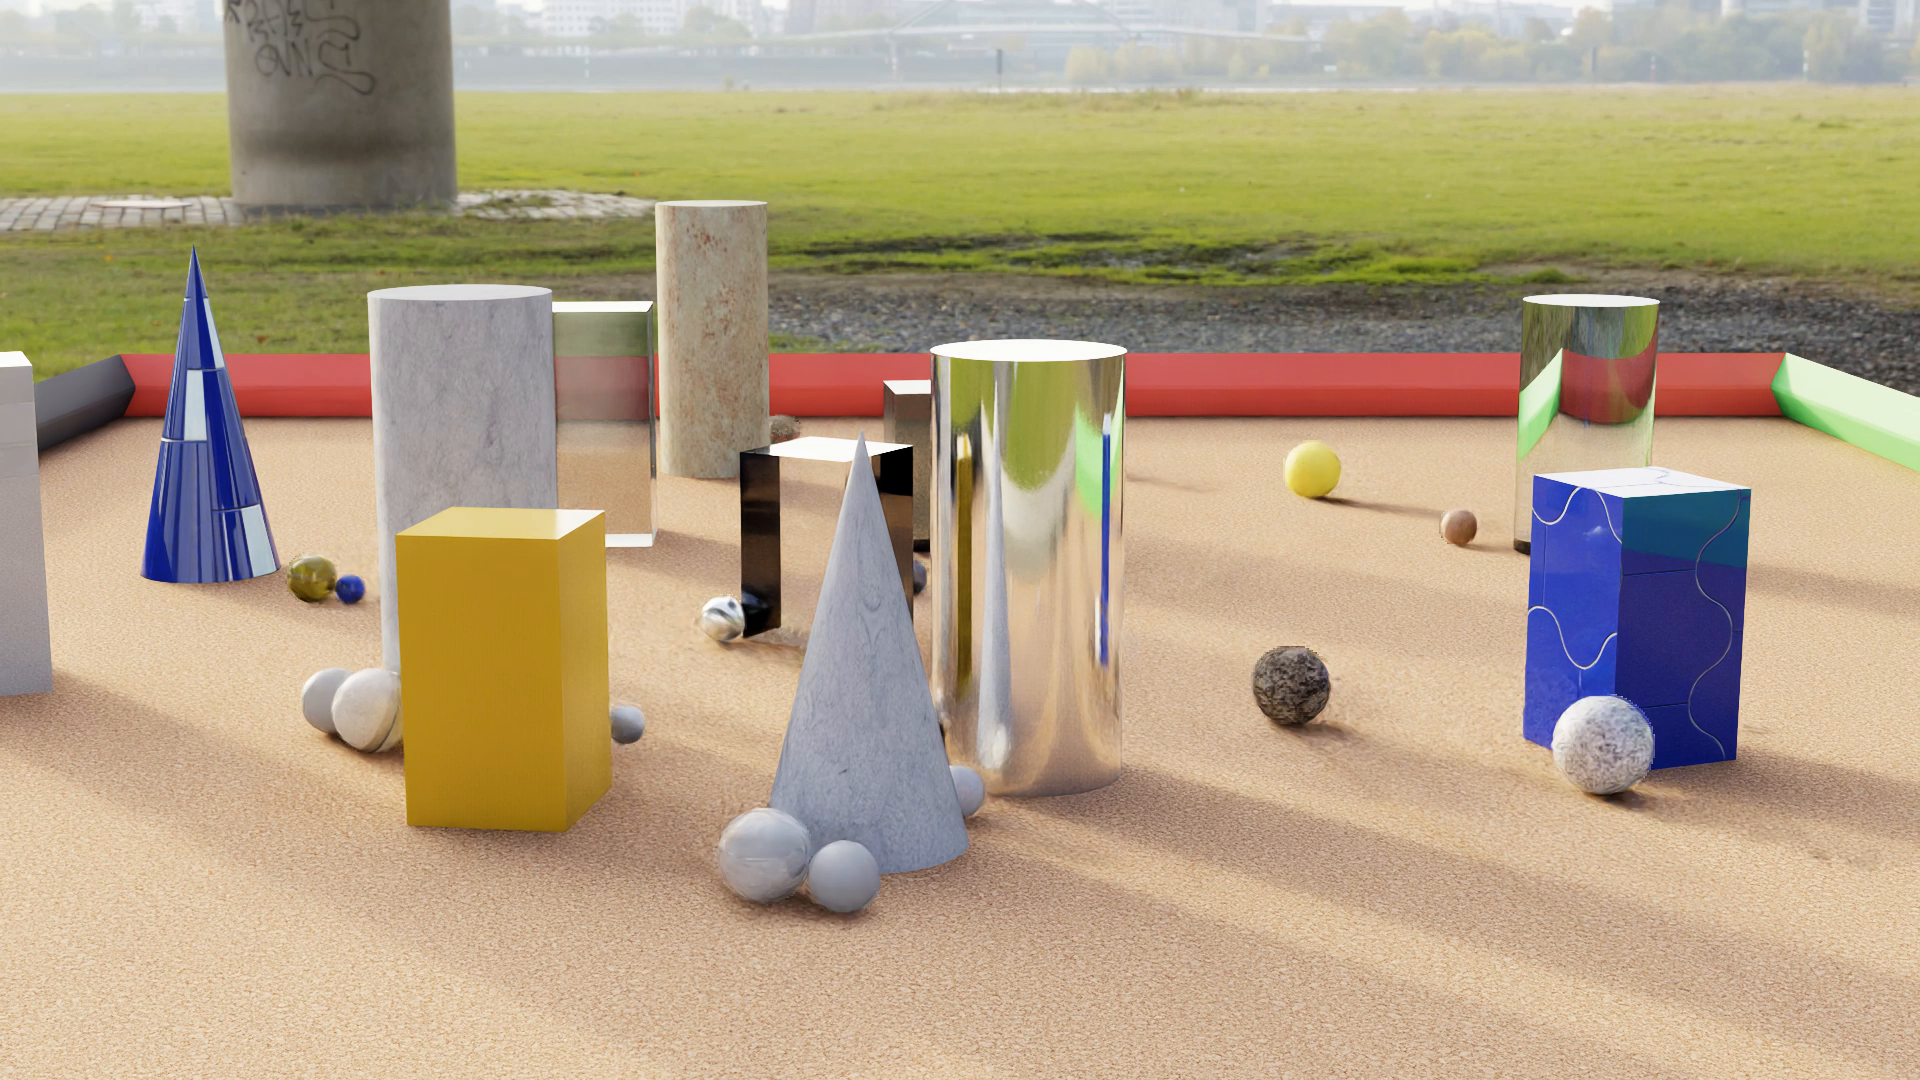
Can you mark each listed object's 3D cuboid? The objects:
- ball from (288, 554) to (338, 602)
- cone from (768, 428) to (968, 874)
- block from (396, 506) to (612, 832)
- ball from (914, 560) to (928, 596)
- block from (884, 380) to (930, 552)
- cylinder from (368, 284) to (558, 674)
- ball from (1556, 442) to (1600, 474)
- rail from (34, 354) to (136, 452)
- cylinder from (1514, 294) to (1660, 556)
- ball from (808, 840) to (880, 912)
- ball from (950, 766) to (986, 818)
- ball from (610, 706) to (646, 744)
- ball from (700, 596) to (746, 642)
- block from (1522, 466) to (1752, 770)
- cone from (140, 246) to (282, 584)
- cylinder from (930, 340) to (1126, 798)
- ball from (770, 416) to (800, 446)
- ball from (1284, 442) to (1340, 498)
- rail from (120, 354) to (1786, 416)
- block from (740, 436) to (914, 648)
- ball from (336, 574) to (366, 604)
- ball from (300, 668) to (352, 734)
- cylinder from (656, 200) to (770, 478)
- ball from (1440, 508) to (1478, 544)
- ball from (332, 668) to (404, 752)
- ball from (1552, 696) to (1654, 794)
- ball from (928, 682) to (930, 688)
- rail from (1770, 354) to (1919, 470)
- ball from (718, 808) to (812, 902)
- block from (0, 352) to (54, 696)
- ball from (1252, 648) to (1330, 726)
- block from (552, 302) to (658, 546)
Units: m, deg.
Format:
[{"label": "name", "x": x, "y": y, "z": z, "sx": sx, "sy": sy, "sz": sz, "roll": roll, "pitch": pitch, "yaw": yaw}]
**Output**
[{"label": "ball", "x": -0.889, "y": 0.053, "z": 3.522, "sx": 0.067, "sy": 0.067, "sz": 0.067, "roll": 0, "pitch": 10, "yaw": 0}, {"label": "cone", "x": -0.091, "y": 0.091, "z": 2.402, "sx": 0.200, "sy": 0.398, "sz": 0.200, "roll": 0, "pitch": 10, "yaw": 0}, {"label": "block", "x": -0.447, "y": 0.124, "z": 2.533, "sx": 0.160, "sy": 0.287, "sz": 0.160, "roll": 1, "pitch": 11, "yaw": 8}, {"label": "ball", "x": -0.070, "y": 0.052, "z": 3.569, "sx": 0.052, "sy": 0.052, "sz": 0.052, "roll": 0, "pitch": 10, "yaw": 0}, {"label": "block", "x": -0.029, "y": -0.116, "z": 3.954, "sx": 0.160, "sy": 0.242, "sz": 0.160, "roll": -1, "pitch": 11, "yaw": -8}, {"label": "cylinder", "x": -0.550, "y": -0.036, "z": 2.867, "sx": 0.200, "sy": 0.481, "sz": 0.200, "roll": 0, "pitch": 10, "yaw": 0}, {"label": "ball", "x": 1.088, "y": -0.135, "z": 4.520, "sx": 0.074, "sy": 0.074, "sz": 0.074, "roll": 0, "pitch": 10, "yaw": 0}, {"label": "rail", "x": -1.729, "y": 0.035, "z": 3.439, "sx": 0.045, "sy": 0.130, "sz": 3.969, "roll": 0, "pitch": 10, "yaw": 0}, {"label": "cylinder", "x": 0.945, "y": -0.172, "z": 3.877, "sx": 0.200, "sy": 0.380, "sz": 0.200, "roll": 0, "pitch": 10, "yaw": 0}, {"label": "ball", "x": -0.101, "y": 0.293, "z": 2.236, "sx": 0.062, "sy": 0.062, "sz": 0.062, "roll": 0, "pitch": 10, "yaw": 0}, {"label": "ball", "x": -0.001, "y": 0.247, "z": 2.512, "sx": 0.053, "sy": 0.053, "sz": 0.053, "roll": 0, "pitch": 10, "yaw": 0}, {"label": "ball", "x": -0.343, "y": 0.189, "z": 2.632, "sx": 0.040, "sy": 0.040, "sz": 0.040, "roll": 0, "pitch": 10, "yaw": 0}, {"label": "ball", "x": -0.303, "y": 0.101, "z": 3.277, "sx": 0.059, "sy": 0.059, "sz": 0.059, "roll": 0, "pitch": 10, "yaw": 0}, {"label": "block", "x": 0.721, "y": 0.082, "z": 2.745, "sx": 0.160, "sy": 0.292, "sz": 0.160, "roll": -4, "pitch": 11, "yaw": -21}, {"label": "cone", "x": -1.096, "y": -0.191, "z": 3.713, "sx": 0.200, "sy": 0.476, "sz": 0.200, "roll": 0, "pitch": 10, "yaw": 0}, {"label": "cylinder", "x": 0.070, "y": 0.024, "z": 2.645, "sx": 0.200, "sy": 0.442, "sz": 0.200, "roll": 0, "pitch": 10, "yaw": 0}, {"label": "ball", "x": -0.338, "y": -0.204, "z": 4.908, "sx": 0.068, "sy": 0.068, "sz": 0.068, "roll": 0, "pitch": 10, "yaw": 0}, {"label": "ball", "x": 0.601, "y": -0.119, "z": 4.373, "sx": 0.096, "sy": 0.096, "sz": 0.096, "roll": 0, "pitch": 10, "yaw": 0}, {"label": "rail", "x": -0.011, "y": -0.323, "z": 5.377, "sx": 3.505, "sy": 0.130, "sz": 0.045, "roll": 0, "pitch": 10, "yaw": 0}, {"label": "block", "x": -0.170, "y": 0.003, "z": 3.306, "sx": 0.160, "sy": 0.244, "sz": 0.160, "roll": 6, "pitch": 12, "yaw": 30}, {"label": "ball", "x": -0.837, "y": 0.067, "z": 3.520, "sx": 0.040, "sy": 0.040, "sz": 0.040, "roll": 0, "pitch": 10, "yaw": 0}, {"label": "ball", "x": -0.692, "y": 0.177, "z": 2.833, "sx": 0.072, "sy": 0.072, "sz": 0.072, "roll": 0, "pitch": 10, "yaw": 0}, {"label": "cylinder", "x": -0.446, "y": -0.367, "z": 4.646, "sx": 0.200, "sy": 0.483, "sz": 0.200, "roll": 0, "pitch": 10, "yaw": 0}, {"label": "ball", "x": 0.769, "y": -0.021, "z": 3.952, "sx": 0.056, "sy": 0.056, "sz": 0.056, "roll": 0, "pitch": 10, "yaw": 0}, {"label": "ball", "x": -0.628, "y": 0.182, "z": 2.756, "sx": 0.090, "sy": 0.090, "sz": 0.090, "roll": 0, "pitch": 10, "yaw": 0}, {"label": "ball", "x": 0.650, "y": 0.207, "z": 2.597, "sx": 0.100, "sy": 0.100, "sz": 0.100, "roll": 0, "pitch": 10, "yaw": 0}, {"label": "ball", "x": -0.031, "y": 0.184, "z": 2.853, "sx": 0.053, "sy": 0.053, "sz": 0.053, "roll": 0, "pitch": 10, "yaw": 0}, {"label": "rail", "x": 1.729, "y": 0.032, "z": 3.458, "sx": 0.045, "sy": 0.130, "sz": 3.969, "roll": 0, "pitch": 10, "yaw": 0}, {"label": "ball", "x": -0.172, "y": 0.277, "z": 2.264, "sx": 0.083, "sy": 0.083, "sz": 0.083, "roll": 0, "pitch": 10, "yaw": 0}, {"label": "block", "x": -1.174, "y": -0.019, "z": 3.031, "sx": 0.160, "sy": 0.386, "sz": 0.160, "roll": -5, "pitch": 11, "yaw": -23}, {"label": "ball", "x": 0.371, "y": 0.163, "z": 2.869, "sx": 0.087, "sy": 0.087, "sz": 0.087, "roll": 0, "pitch": 10, "yaw": 0}, {"label": "block", "x": -0.557, "y": -0.182, "z": 3.981, "sx": 0.160, "sy": 0.361, "sz": 0.160, "roll": -1, "pitch": 10, "yaw": -3}]
